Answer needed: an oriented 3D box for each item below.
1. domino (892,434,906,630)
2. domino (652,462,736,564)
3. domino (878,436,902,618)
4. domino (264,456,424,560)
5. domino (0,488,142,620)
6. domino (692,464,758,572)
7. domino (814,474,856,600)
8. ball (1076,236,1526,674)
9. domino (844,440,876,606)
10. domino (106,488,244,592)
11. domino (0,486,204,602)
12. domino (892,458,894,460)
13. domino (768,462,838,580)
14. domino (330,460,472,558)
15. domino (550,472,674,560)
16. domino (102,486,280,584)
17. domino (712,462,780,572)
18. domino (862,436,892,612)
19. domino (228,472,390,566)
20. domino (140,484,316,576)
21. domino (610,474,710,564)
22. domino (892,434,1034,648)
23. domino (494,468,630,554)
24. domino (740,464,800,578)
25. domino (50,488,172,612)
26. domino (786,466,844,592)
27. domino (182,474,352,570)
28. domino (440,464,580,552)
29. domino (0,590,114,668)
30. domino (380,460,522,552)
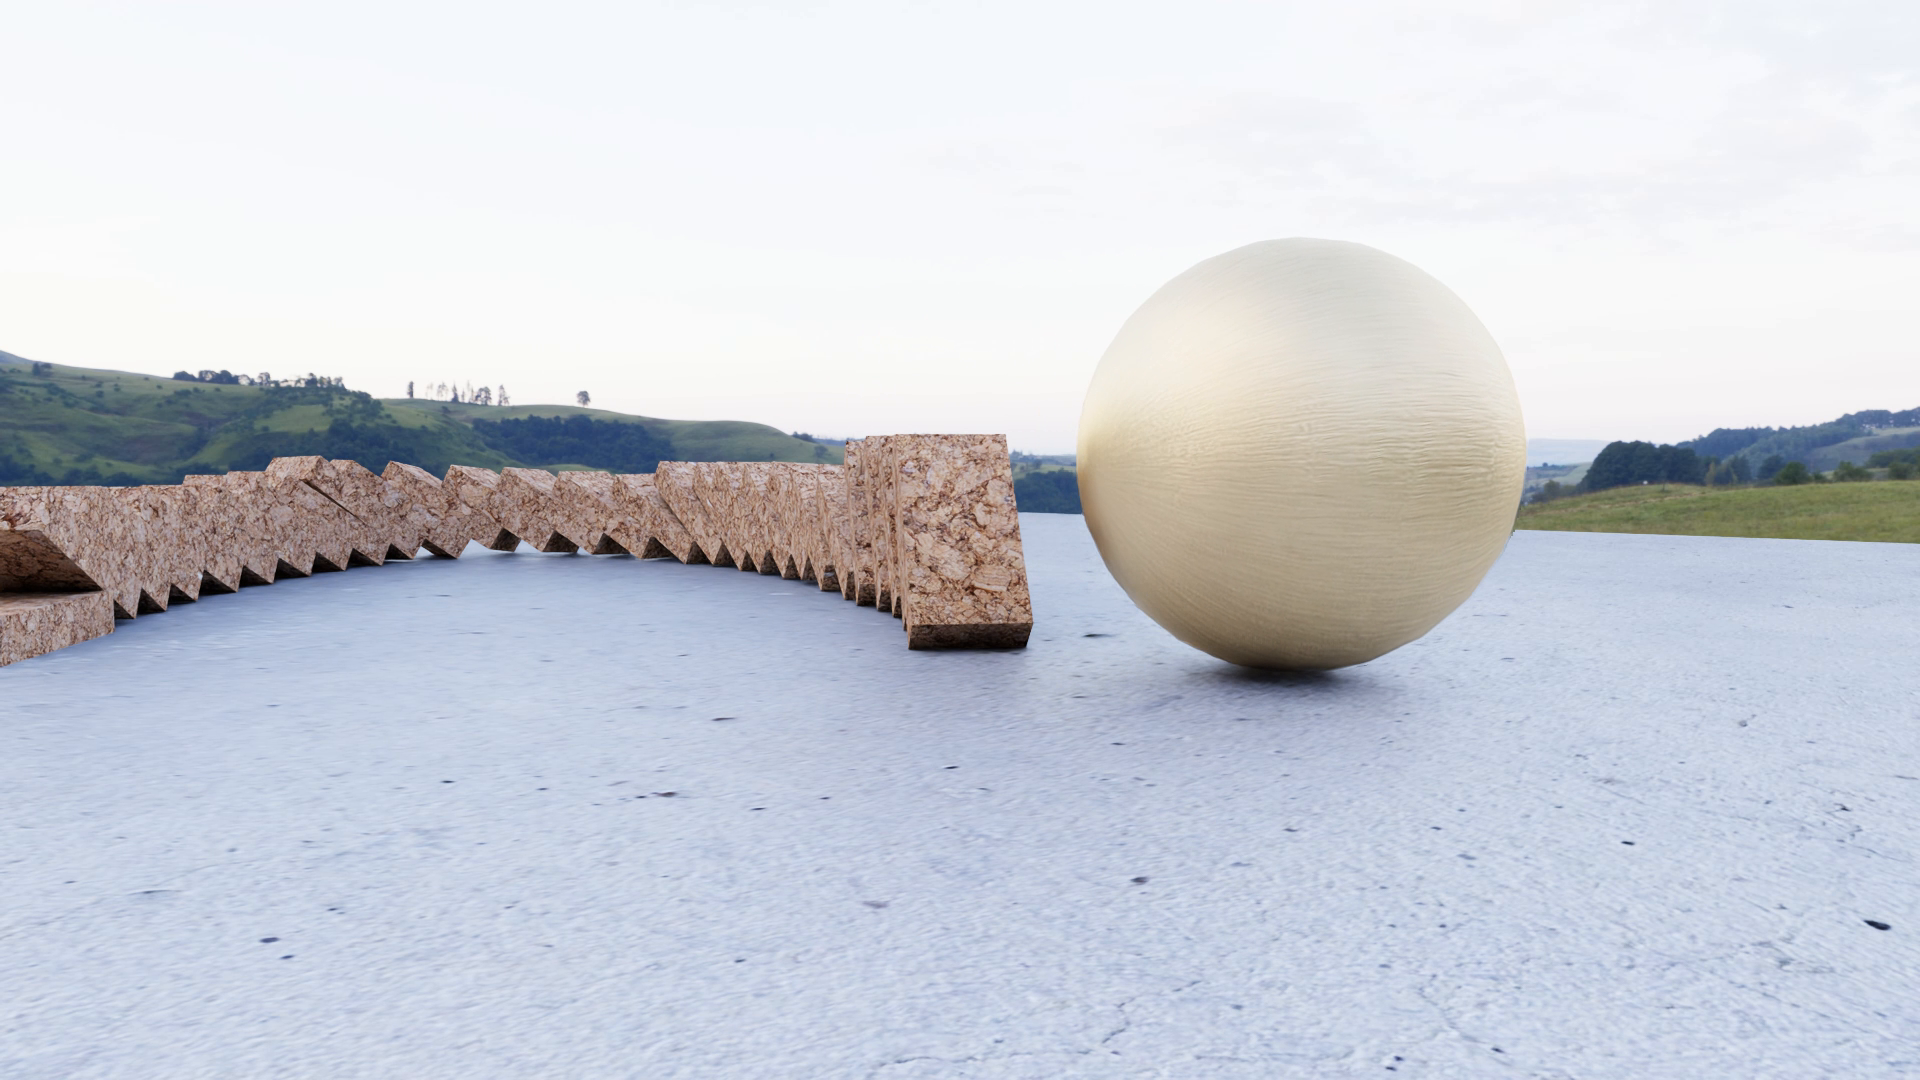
[{"bbox_3d":[-0.002,-0.003,0.303,0.025,0.050,0.009,0,-35,-8],"label":"domino"},{"bbox_3d":[-0.088,-0.010,0.464,0.025,0.010,0.050,-1,37,-43],"label":"domino"},{"bbox_3d":[-0.006,-0.004,0.328,0.025,0.050,0.010,-1,-35,-11],"label":"domino"},{"bbox_3d":[-0.216,-0.011,0.451,0.025,0.010,0.050,0,-33,28],"label":"domino"},{"bbox_3d":[-0.204,0.004,0.283,0.025,0.009,0.050,0,-25,-12],"label":"domino"},{"bbox_3d":[-0.073,-0.009,0.450,0.025,0.009,0.050,-3,39,-34],"label":"domino"},{"bbox_3d":[-0.025,-0.002,0.370,0.025,0.010,0.050,-1,35,-17],"label":"domino"},{"bbox_3d":[0.062,-0.015,0.238,0.080,0.080,0.080,0,4,0],"label":"ball"},{"bbox_3d":[-0.017,-0.005,0.352,0.025,0.050,0.009,-1,-38,-11],"label":"domino"},{"bbox_3d":[-0.219,0.001,0.346,0.025,0.009,0.050,0,-23,-2],"label":"domino"},{"bbox_3d":[-0.217,0.002,0.323,0.025,0.009,0.050,-1,-24,-3],"label":"domino"},{"bbox_3d":[-0.001,-0.002,0.291,0.025,0.050,0.010,-1,-35,-9],"label":"domino"},{"bbox_3d":[-0.043,-0.006,0.408,0.025,0.010,0.050,2,36,-25],"label":"domino"},{"bbox_3d":[-0.207,-0.011,0.471,0.025,0.010,0.050,5,-29,49],"label":"domino"},{"bbox_3d":[-0.127,-0.010,0.484,0.050,0.009,0.025,33,17,23],"label":"domino"},{"bbox_3d":[-0.222,-0.001,0.368,0.025,0.010,0.050,0,-22,2],"label":"domino"},{"bbox_3d":[-0.064,-0.009,0.436,0.025,0.010,0.050,-2,38,-32],"label":"domino"},{"bbox_3d":[-0.011,-0.005,0.339,0.025,0.050,0.009,-1,-35,-11],"label":"domino"},{"bbox_3d":[-0.220,-0.007,0.433,0.025,0.009,0.050,1,-26,19],"label":"domino"},{"bbox_3d":[-0.223,-0.002,0.391,0.025,0.010,0.050,0,-22,6],"label":"domino"},{"bbox_3d":[-0.105,-0.009,0.475,0.050,0.010,0.025,36,25,32],"label":"domino"},{"bbox_3d":[0.000,-0.001,0.279,0.025,0.050,0.010,-1,-35,-8],"label":"domino"},{"bbox_3d":[-0.150,-0.011,0.491,0.050,0.010,0.025,31,10,16],"label":"domino"},{"bbox_3d":[-0.053,-0.007,0.422,0.025,0.009,0.050,-1,38,-29],"label":"domino"},{"bbox_3d":[-0.210,0.003,0.303,0.025,0.009,0.050,0,-25,-12],"label":"domino"},{"bbox_3d":[-0.035,-0.004,0.390,0.025,0.009,0.050,-1,38,-21],"label":"domino"},{"bbox_3d":[-0.222,-0.005,0.412,0.025,0.010,0.050,1,-25,11],"label":"domino"},{"bbox_3d":[-0.172,-0.012,0.495,0.050,0.009,0.025,31,6,12],"label":"domino"},{"bbox_3d":[-0.199,0.018,0.263,0.025,0.009,0.050,-1,4,-11],"label":"domino"},{"bbox_3d":[-0.195,-0.013,0.494,0.050,0.010,0.025,30,-2,3],"label":"domino"}]
